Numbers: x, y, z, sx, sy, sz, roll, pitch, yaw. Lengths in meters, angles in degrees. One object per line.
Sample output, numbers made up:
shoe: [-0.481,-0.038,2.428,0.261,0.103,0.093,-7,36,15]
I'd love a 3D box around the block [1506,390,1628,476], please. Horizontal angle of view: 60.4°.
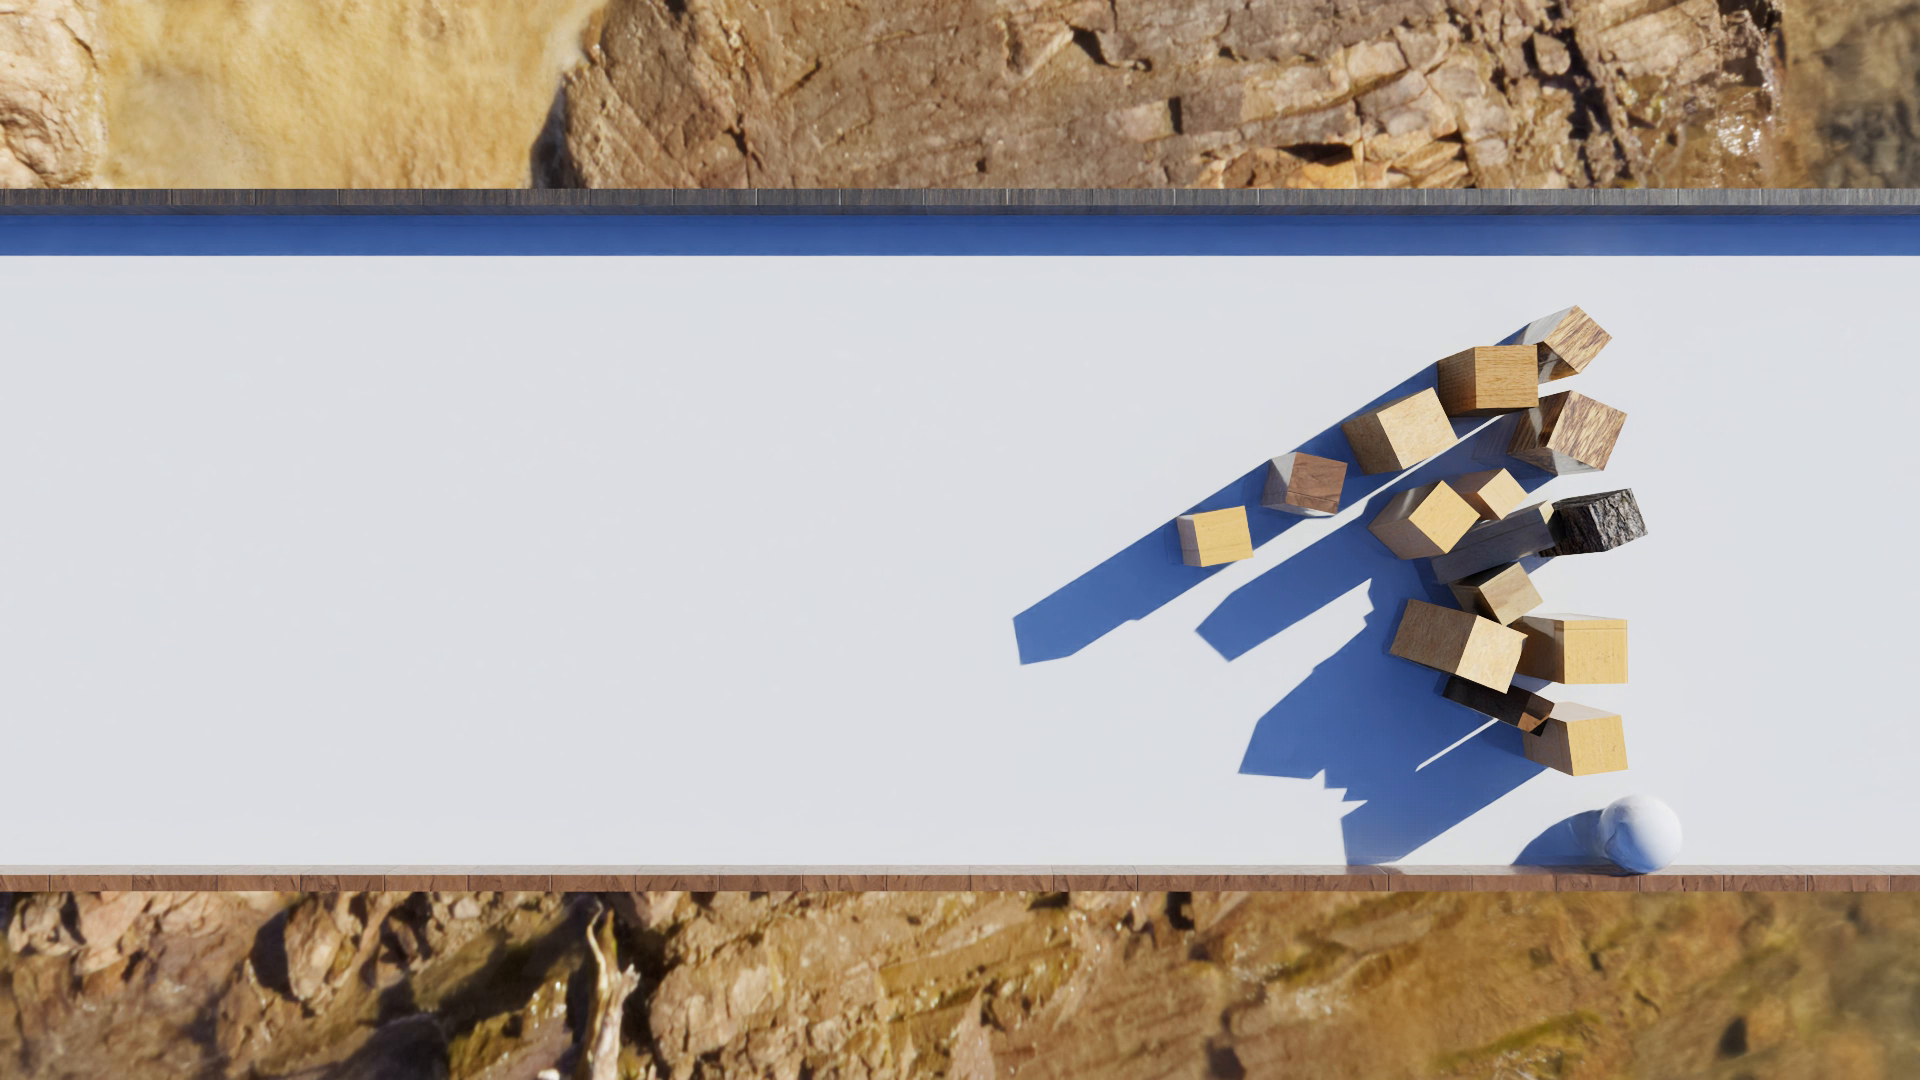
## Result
block: [1.795,-0.314,4.897,0.177,0.359,0.177,23,90,0]

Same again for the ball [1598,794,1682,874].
ball: [2.042,0.882,4.959,0.236,0.236,0.236,0,90,0]

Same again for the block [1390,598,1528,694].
block: [1.467,0.309,4.875,0.178,0.368,0.178,21,90,-16]

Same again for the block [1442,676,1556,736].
block: [1.602,0.476,4.919,0.108,0.308,0.108,23,91,-30]

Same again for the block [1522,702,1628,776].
block: [1.807,0.584,4.876,0.156,0.402,0.156,-8,90,0]

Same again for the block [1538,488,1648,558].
block: [1.846,-0.047,4.878,0.141,0.379,0.141,-21,90,-9]

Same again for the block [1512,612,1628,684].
block: [1.790,0.316,4.863,0.180,0.423,0.180,-1,90,-1]

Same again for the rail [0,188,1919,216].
rail: [-2.247,-1.025,5.002,12.000,0.150,0.050,0,90,0]

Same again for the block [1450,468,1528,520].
block: [1.551,-0.132,4.894,0.104,0.366,0.104,-42,90,0]

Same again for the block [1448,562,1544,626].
block: [1.595,0.158,4.923,0.137,0.306,0.137,-32,90,0]

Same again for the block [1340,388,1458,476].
block: [1.286,-0.314,4.854,0.174,0.445,0.174,-26,90,0]

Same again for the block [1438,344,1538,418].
block: [1.559,-0.466,4.890,0.177,0.373,0.177,-2,90,0]

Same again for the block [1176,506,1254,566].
block: [0.751,-0.011,4.893,0.150,0.368,0.150,-10,90,0]

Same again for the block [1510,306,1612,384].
block: [1.764,-0.573,4.891,0.140,0.370,0.140,42,90,0]

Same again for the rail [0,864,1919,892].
rail: [-2.247,1.025,5.001,12.000,0.150,0.050,0,90,0]

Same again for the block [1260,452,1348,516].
block: [1.014,-0.162,4.885,0.150,0.382,0.150,13,90,0]

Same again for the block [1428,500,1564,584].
block: [1.594,0.008,4.923,0.363,0.120,0.120,-24,90,35]

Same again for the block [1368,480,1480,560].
block: [1.364,-0.054,4.875,0.148,0.392,0.148,43,85,0]
